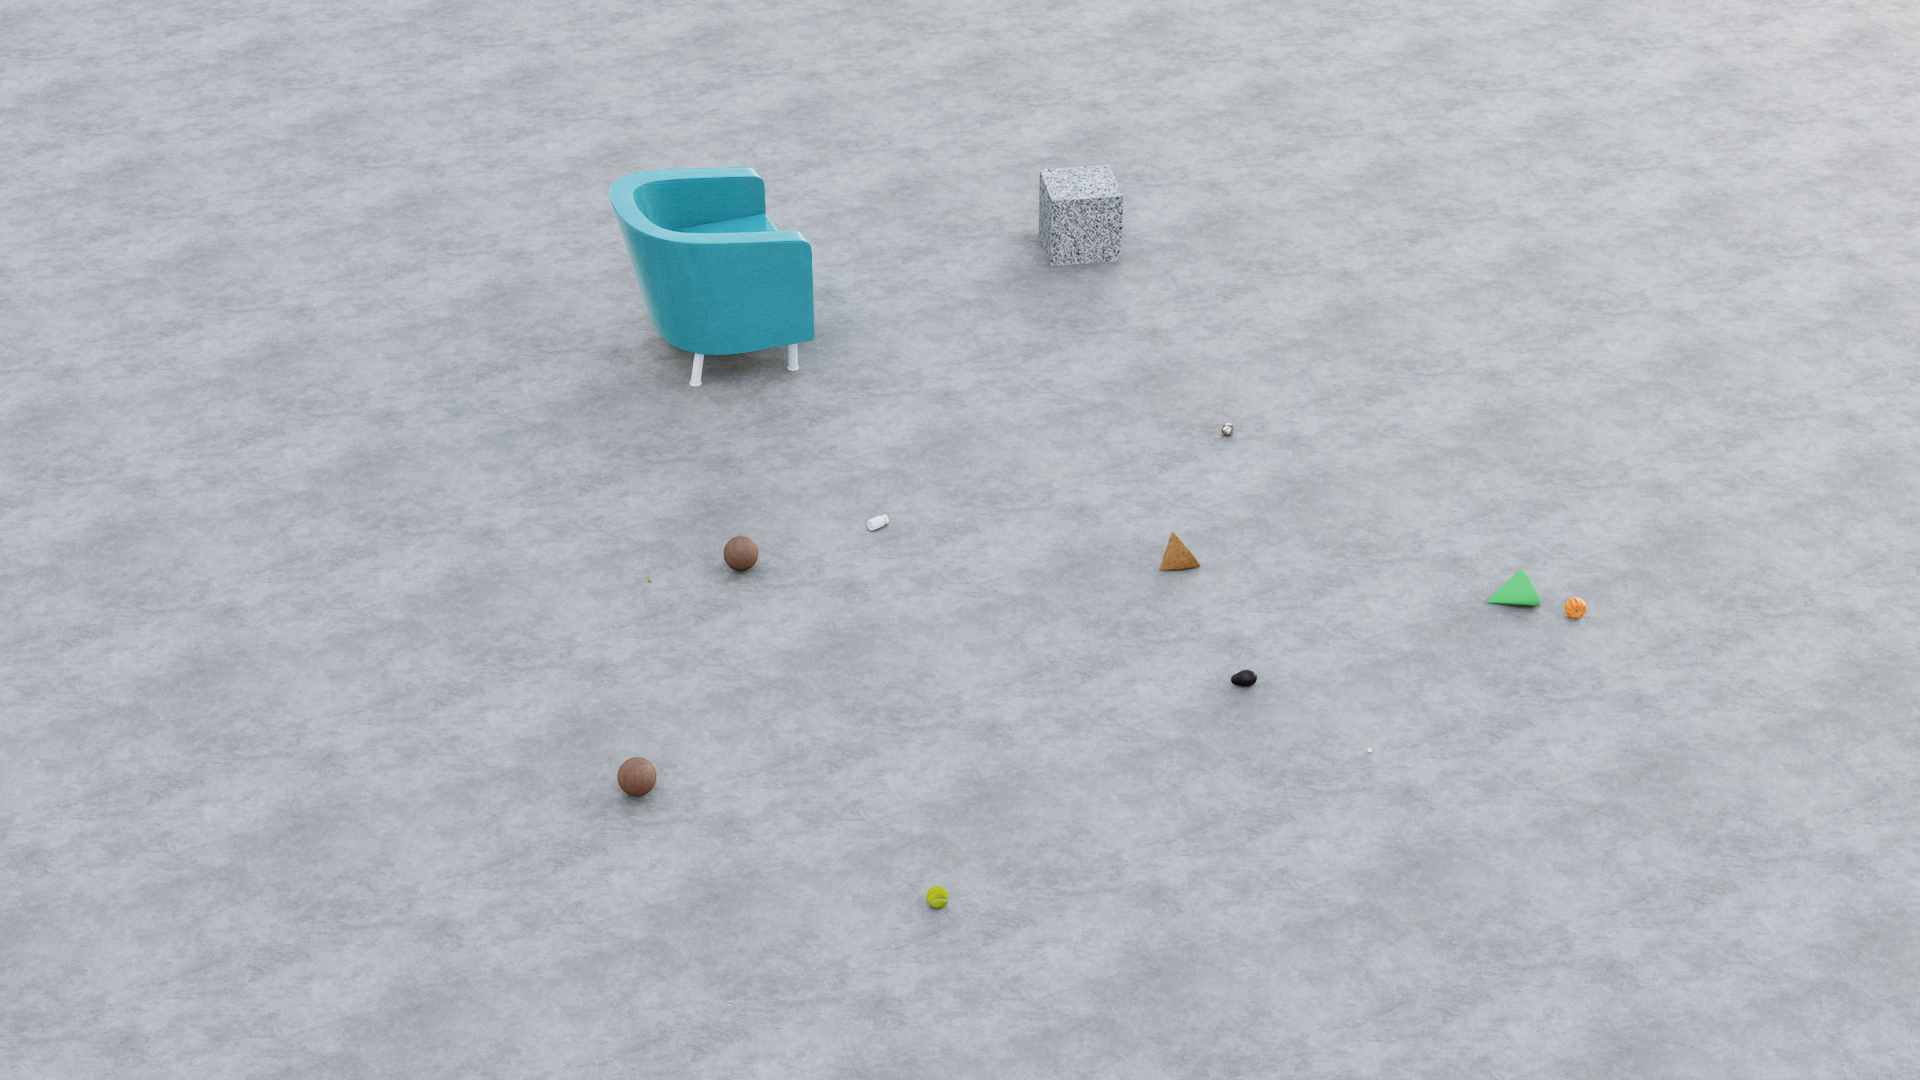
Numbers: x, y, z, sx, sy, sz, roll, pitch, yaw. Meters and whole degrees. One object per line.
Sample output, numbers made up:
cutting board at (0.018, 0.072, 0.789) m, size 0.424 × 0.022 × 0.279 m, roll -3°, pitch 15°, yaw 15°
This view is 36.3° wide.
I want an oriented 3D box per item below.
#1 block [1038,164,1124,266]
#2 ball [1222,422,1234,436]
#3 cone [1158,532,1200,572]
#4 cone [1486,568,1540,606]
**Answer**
block at (0.526, -1.420, 12.814) m, size 0.311 × 0.314 × 0.310 m, roll -5°, pitch 34°, yaw -7°
ball at (1.056, -0.437, 11.561) m, size 0.052 × 0.052 × 0.052 m, roll 0°, pitch 33°, yaw 0°
cone at (0.780, 0.073, 10.772) m, size 0.130 × 0.149 × 0.163 m, roll -39°, pitch 83°, yaw -1°
cone at (1.980, 0.198, 10.602) m, size 0.173 × 0.094 × 0.205 m, roll -19°, pitch 35°, yaw 0°
